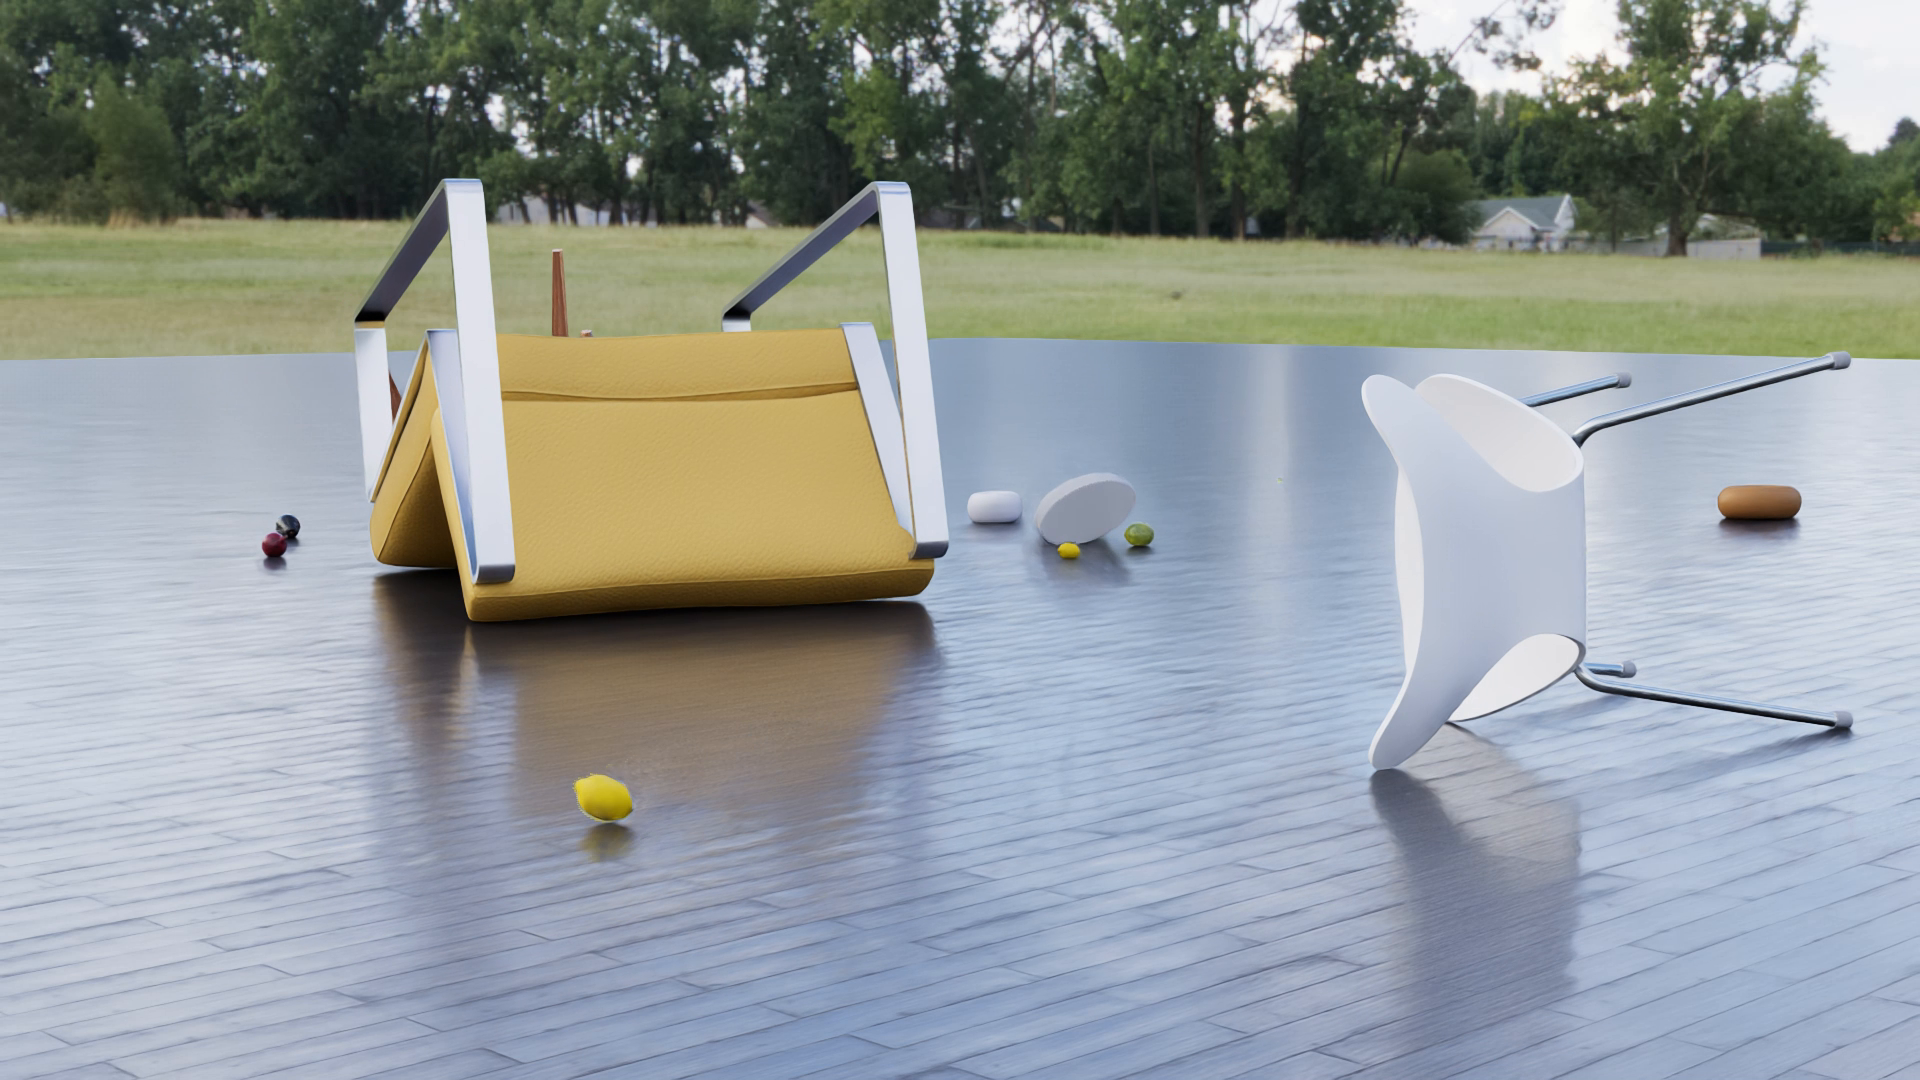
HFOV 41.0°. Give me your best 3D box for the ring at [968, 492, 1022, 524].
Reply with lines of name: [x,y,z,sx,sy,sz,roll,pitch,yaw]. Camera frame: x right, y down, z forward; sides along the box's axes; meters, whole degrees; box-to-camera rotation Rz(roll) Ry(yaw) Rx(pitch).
ring: [0.093,-0.088,6.887,0.148,0.080,0.146,-3,5,-16]

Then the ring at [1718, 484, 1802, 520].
ring: [2.181,-0.104,6.999,0.249,0.088,0.161,-1,4,-21]

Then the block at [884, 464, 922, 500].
block: [-0.167,-0.171,7.592,0.083,0.099,0.078,6,8,44]

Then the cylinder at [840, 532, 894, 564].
cylinder: [-0.213,0.019,5.879,0.116,0.062,0.061,19,-4,-28]

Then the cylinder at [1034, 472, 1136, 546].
cylinder: [0.311,-0.080,6.421,0.250,0.131,0.279,-24,6,1]
